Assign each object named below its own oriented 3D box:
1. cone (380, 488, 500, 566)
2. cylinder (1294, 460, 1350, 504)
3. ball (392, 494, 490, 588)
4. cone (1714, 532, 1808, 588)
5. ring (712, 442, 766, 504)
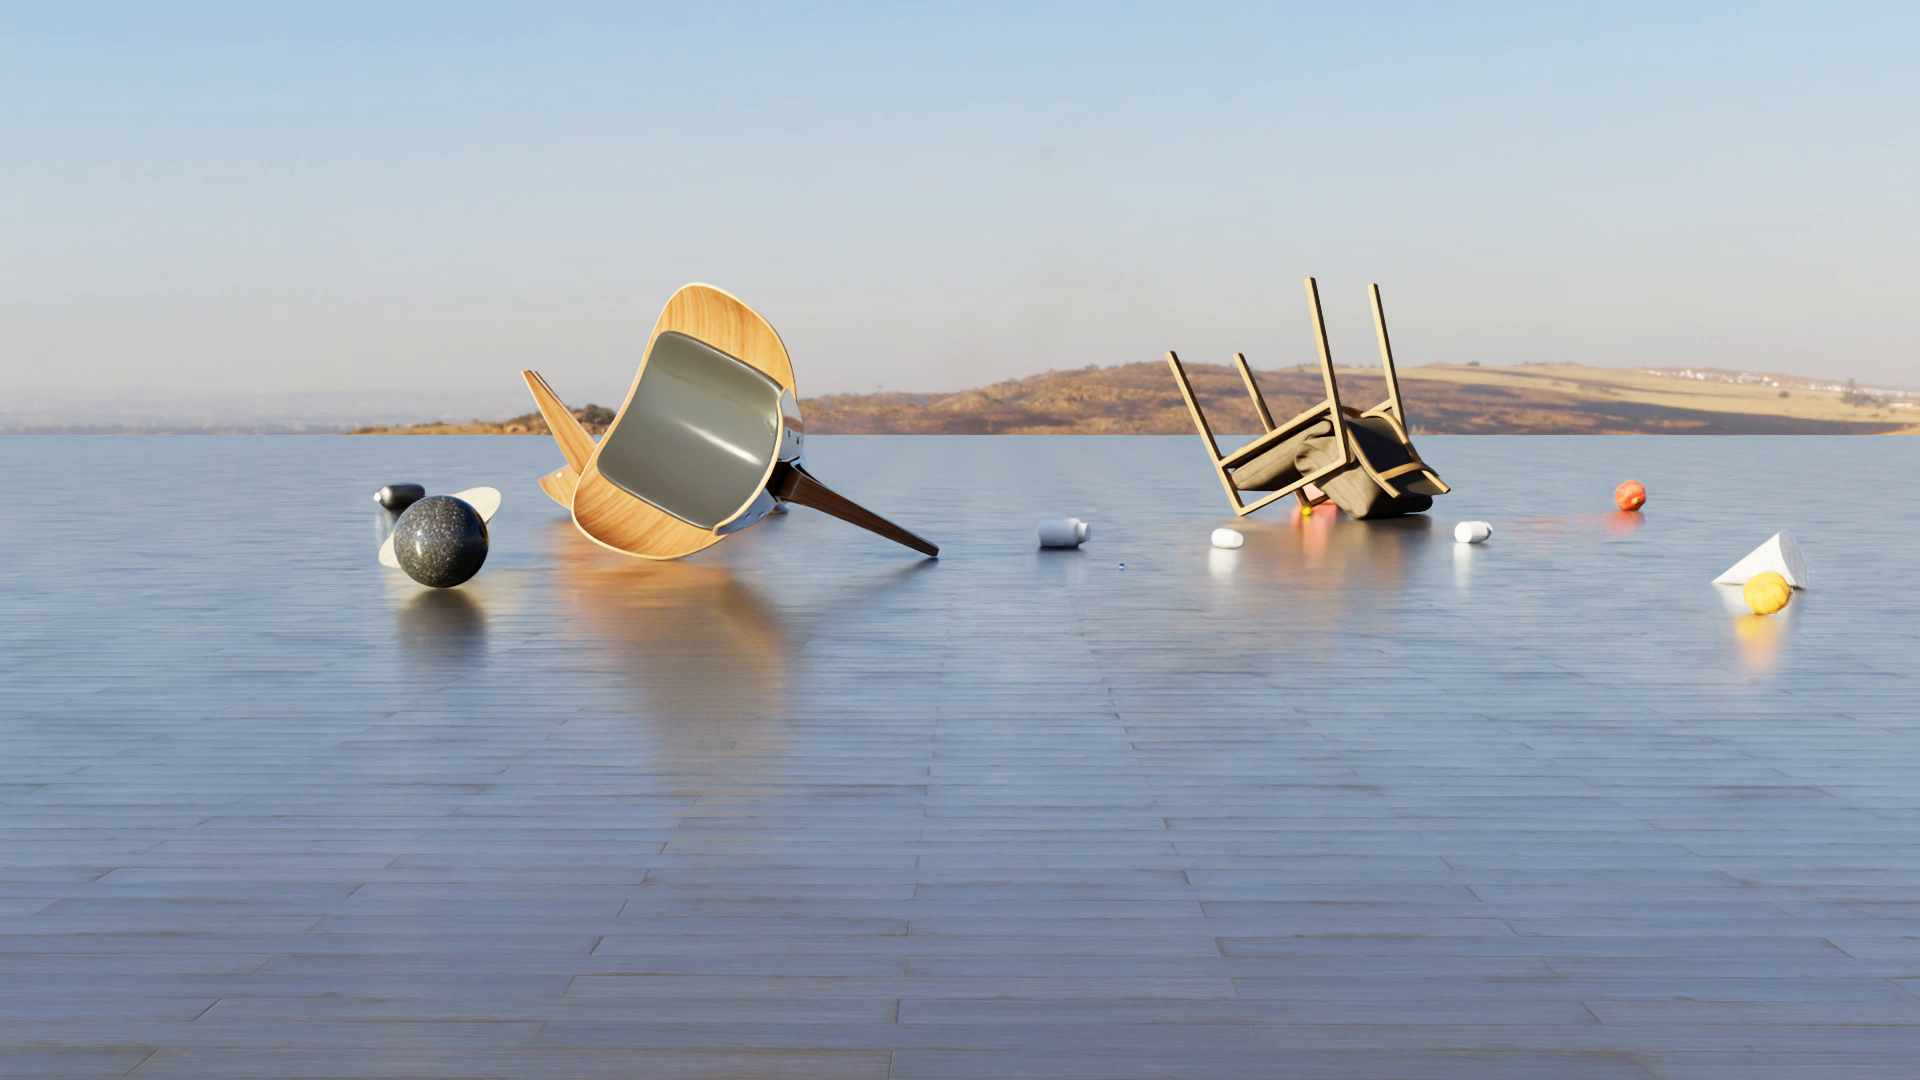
[{"bbox_3d":[-1.306,0.013,5.653,0.353,0.121,0.297,-22,31,10],"label":"cone"},{"bbox_3d":[1.418,-0.225,8.616,0.181,0.167,0.113,4,12,42],"label":"cylinder"},{"bbox_3d":[-1.168,0.003,4.952,0.212,0.212,0.212,0,4,0],"label":"ball"},{"bbox_3d":[1.814,0.071,5.036,0.201,0.140,0.104,-22,11,43],"label":"cone"},{"bbox_3d":[-0.863,-0.260,8.602,0.144,0.244,0.386,-17,-13,6],"label":"ring"}]
